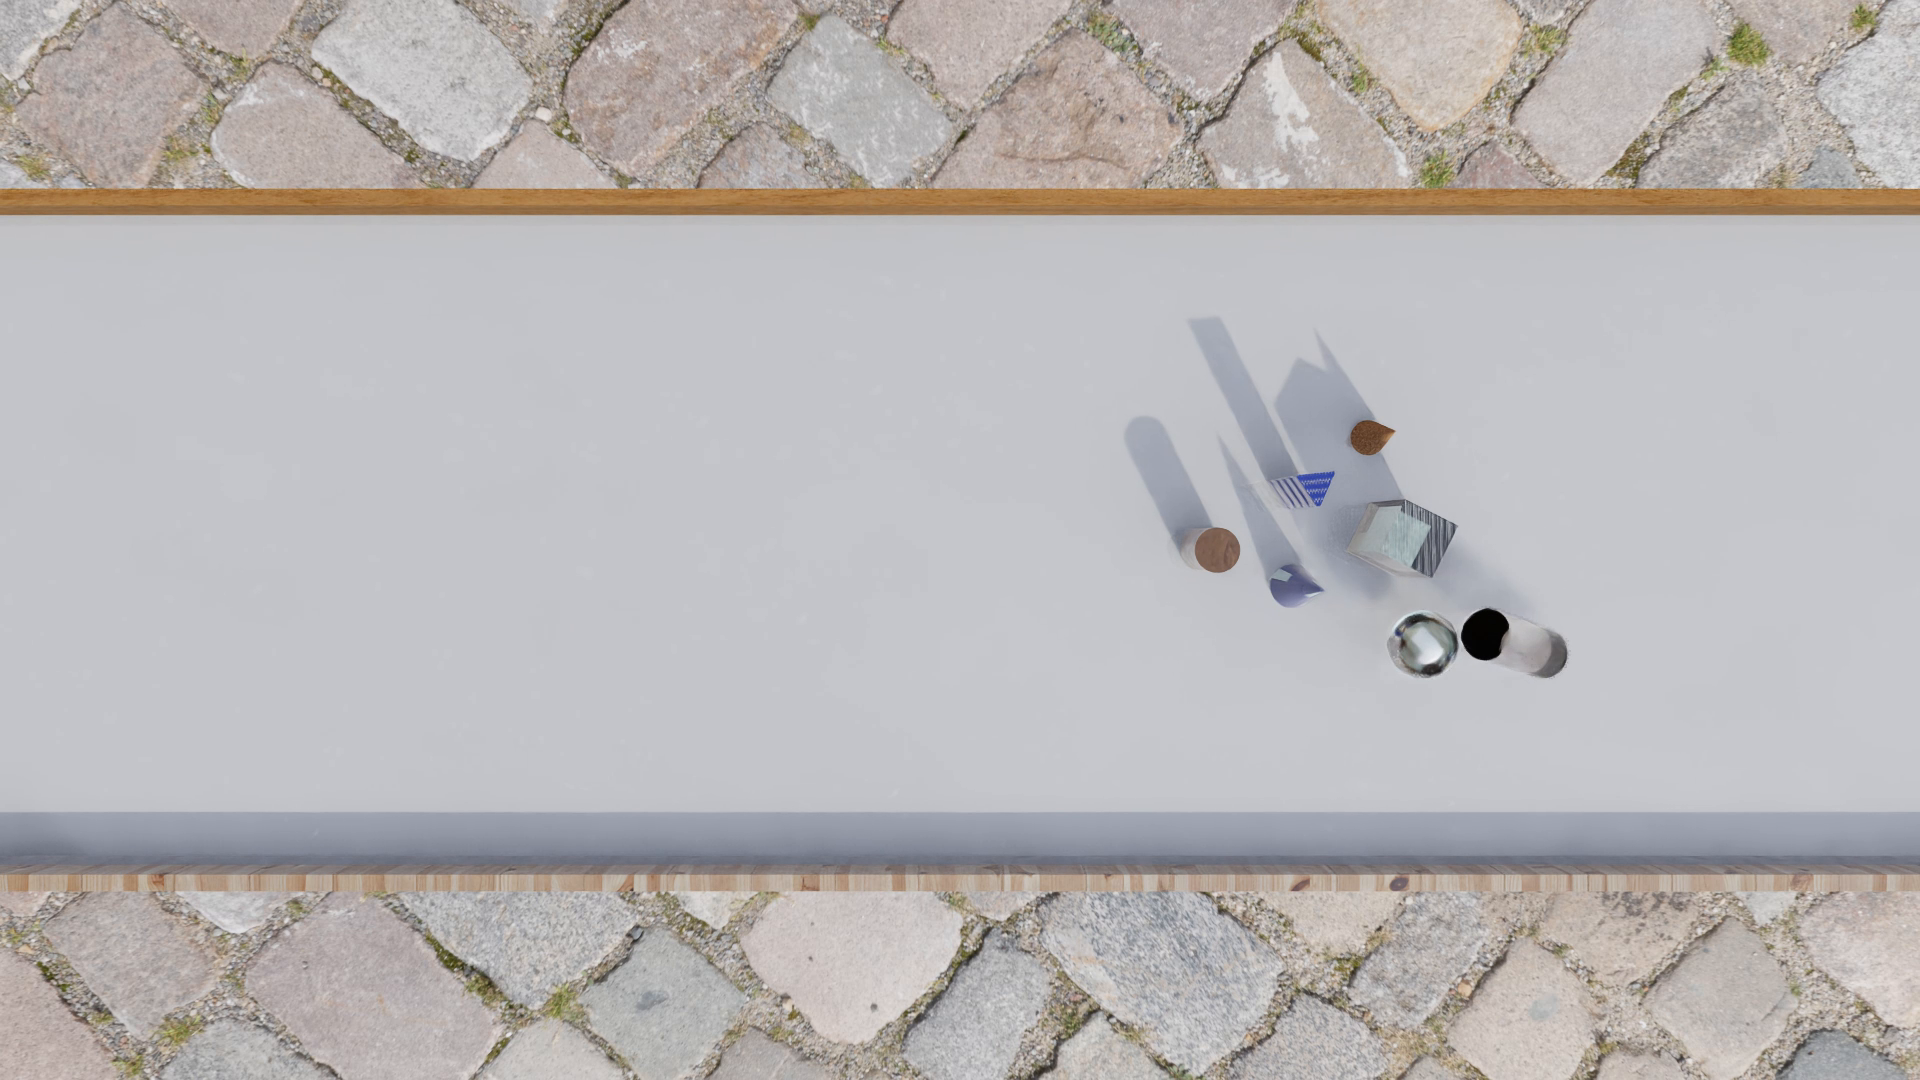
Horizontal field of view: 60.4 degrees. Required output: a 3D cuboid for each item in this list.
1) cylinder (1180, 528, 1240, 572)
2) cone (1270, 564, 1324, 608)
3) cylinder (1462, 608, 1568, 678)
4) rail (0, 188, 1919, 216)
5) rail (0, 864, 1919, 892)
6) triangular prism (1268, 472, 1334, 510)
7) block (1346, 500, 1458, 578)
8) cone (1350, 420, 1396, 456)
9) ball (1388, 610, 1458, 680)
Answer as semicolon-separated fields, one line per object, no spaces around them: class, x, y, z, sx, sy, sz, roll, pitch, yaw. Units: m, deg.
cylinder;0.743;0.029;4.918;0.132;0.317;0.132;0;90;0
cone;1.023;0.142;4.849;0.136;0.455;0.136;0;90;0
cylinder;1.647;0.310;4.887;0.150;0.387;0.150;-14;69;41
rail;-2.247;-1.025;5.002;12.000;0.150;0.050;0;90;0
rail;-2.247;1.025;5.001;12.000;0.150;0.050;0;90;0
triangular prism;1.013;-0.164;4.850;0.091;0.453;0.106;-35;90;0
block;1.300;-0.003;4.873;0.167;0.408;0.167;27;90;0
cone;1.257;-0.315;4.914;0.108;0.325;0.108;0;90;0
ball;1.356;0.307;4.832;0.202;0.202;0.202;0;90;0
